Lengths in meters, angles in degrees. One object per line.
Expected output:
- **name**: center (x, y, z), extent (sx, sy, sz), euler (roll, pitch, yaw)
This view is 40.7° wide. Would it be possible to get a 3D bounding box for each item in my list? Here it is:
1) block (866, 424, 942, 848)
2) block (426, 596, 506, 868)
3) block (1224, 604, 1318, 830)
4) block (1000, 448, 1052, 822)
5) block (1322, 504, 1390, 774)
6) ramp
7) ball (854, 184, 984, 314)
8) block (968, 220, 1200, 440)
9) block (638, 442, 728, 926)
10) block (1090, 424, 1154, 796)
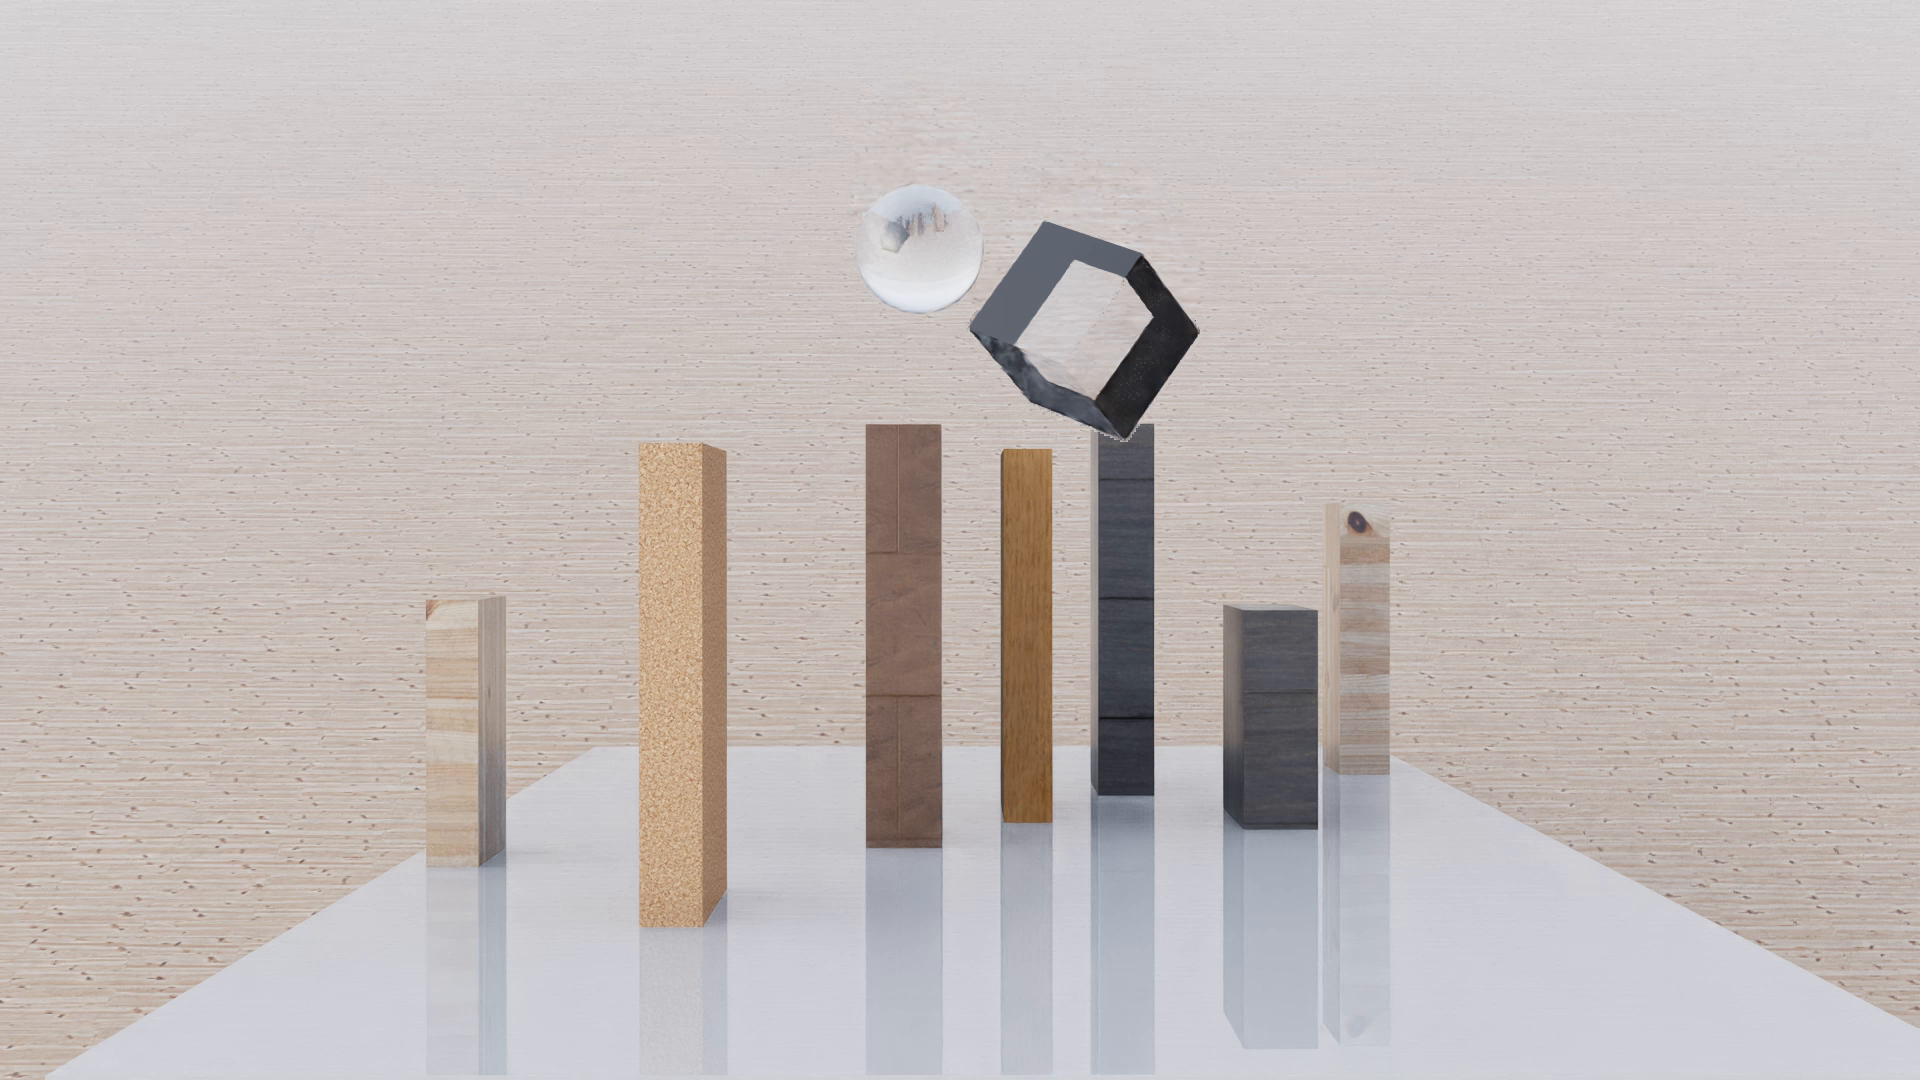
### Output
- **block**: center (-0.099, 0.168, 4.659), extent (0.133, 0.740, 0.288), euler (0, 0, 0)
- **block**: center (-0.837, 0.319, 4.396), extent (0.086, 0.441, 0.264), euler (0, 0, 0)
- **block**: center (0.595, 0.333, 4.979), extent (0.137, 0.407, 0.375), euler (0, 0, 0)
- **block**: center (0.129, 0.181, 5.112), extent (0.092, 0.710, 0.408), euler (0, 0, 0)
- **block**: center (0.918, 0.224, 6.006), extent (0.113, 0.616, 0.278), euler (0, 0, 0)
- **ramp**: center (0.066, 0.588, 4.638), extent (2.000, 0.100, 4.000), euler (0, 0, 0)
- **ball**: center (-0.036, -0.254, 2.258), extent (0.113, 0.113, 0.113), euler (0, 29, 0)
- **block**: center (0.138, -0.232, 2.861), extent (0.151, 0.151, 0.151), euler (25, 75, 42)
- **block**: center (-0.405, 0.202, 3.813), extent (0.089, 0.678, 0.385), euler (0, 0, 0)
- **block**: center (0.347, 0.145, 5.560), extent (0.118, 0.778, 0.312), euler (0, 0, 0)
